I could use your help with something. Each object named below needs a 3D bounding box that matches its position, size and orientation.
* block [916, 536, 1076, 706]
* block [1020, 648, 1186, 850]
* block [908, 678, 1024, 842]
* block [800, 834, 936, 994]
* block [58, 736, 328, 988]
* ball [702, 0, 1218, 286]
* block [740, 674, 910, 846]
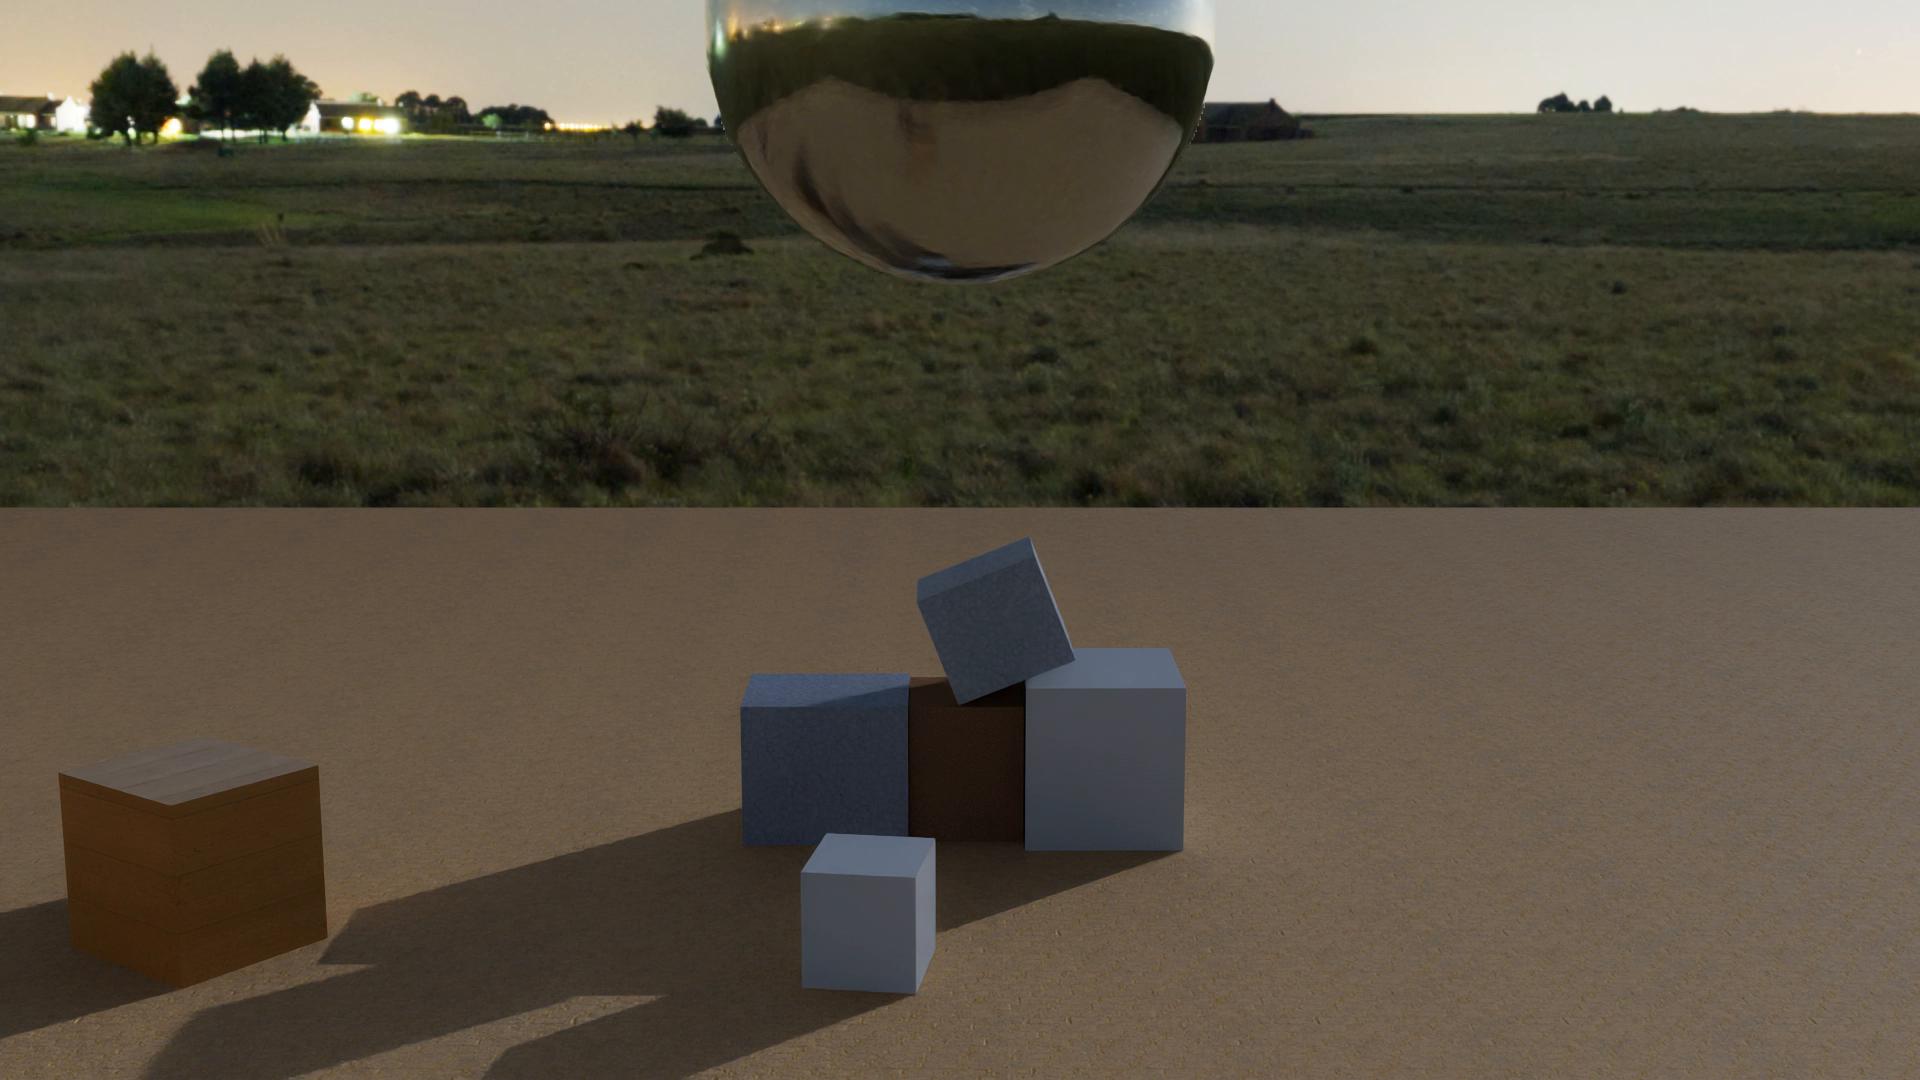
[{"bbox_3d":[0.178,0.406,11.263,0.631,0.572,0.569,-21,10,3],"label":"block"},{"bbox_3d":[0.721,1.066,11.364,0.792,0.837,0.871,0,10,0],"label":"block"},{"bbox_3d":[0.029,1.128,11.395,0.578,0.703,0.631,0,10,0],"label":"block"},{"bbox_3d":[-0.385,1.589,9.406,0.485,0.507,0.528,1,10,8],"label":"block"},{"bbox_3d":[-3.366,1.392,9.675,0.813,0.799,0.742,7,13,36],"label":"block"},{"bbox_3d":[0.000,-1.602,6.878,1.600,1.600,1.600,0,10,0],"label":"ball"},{"bbox_3d":[-0.681,1.124,11.373,0.836,0.720,0.693,0,10,-1],"label":"block"}]
